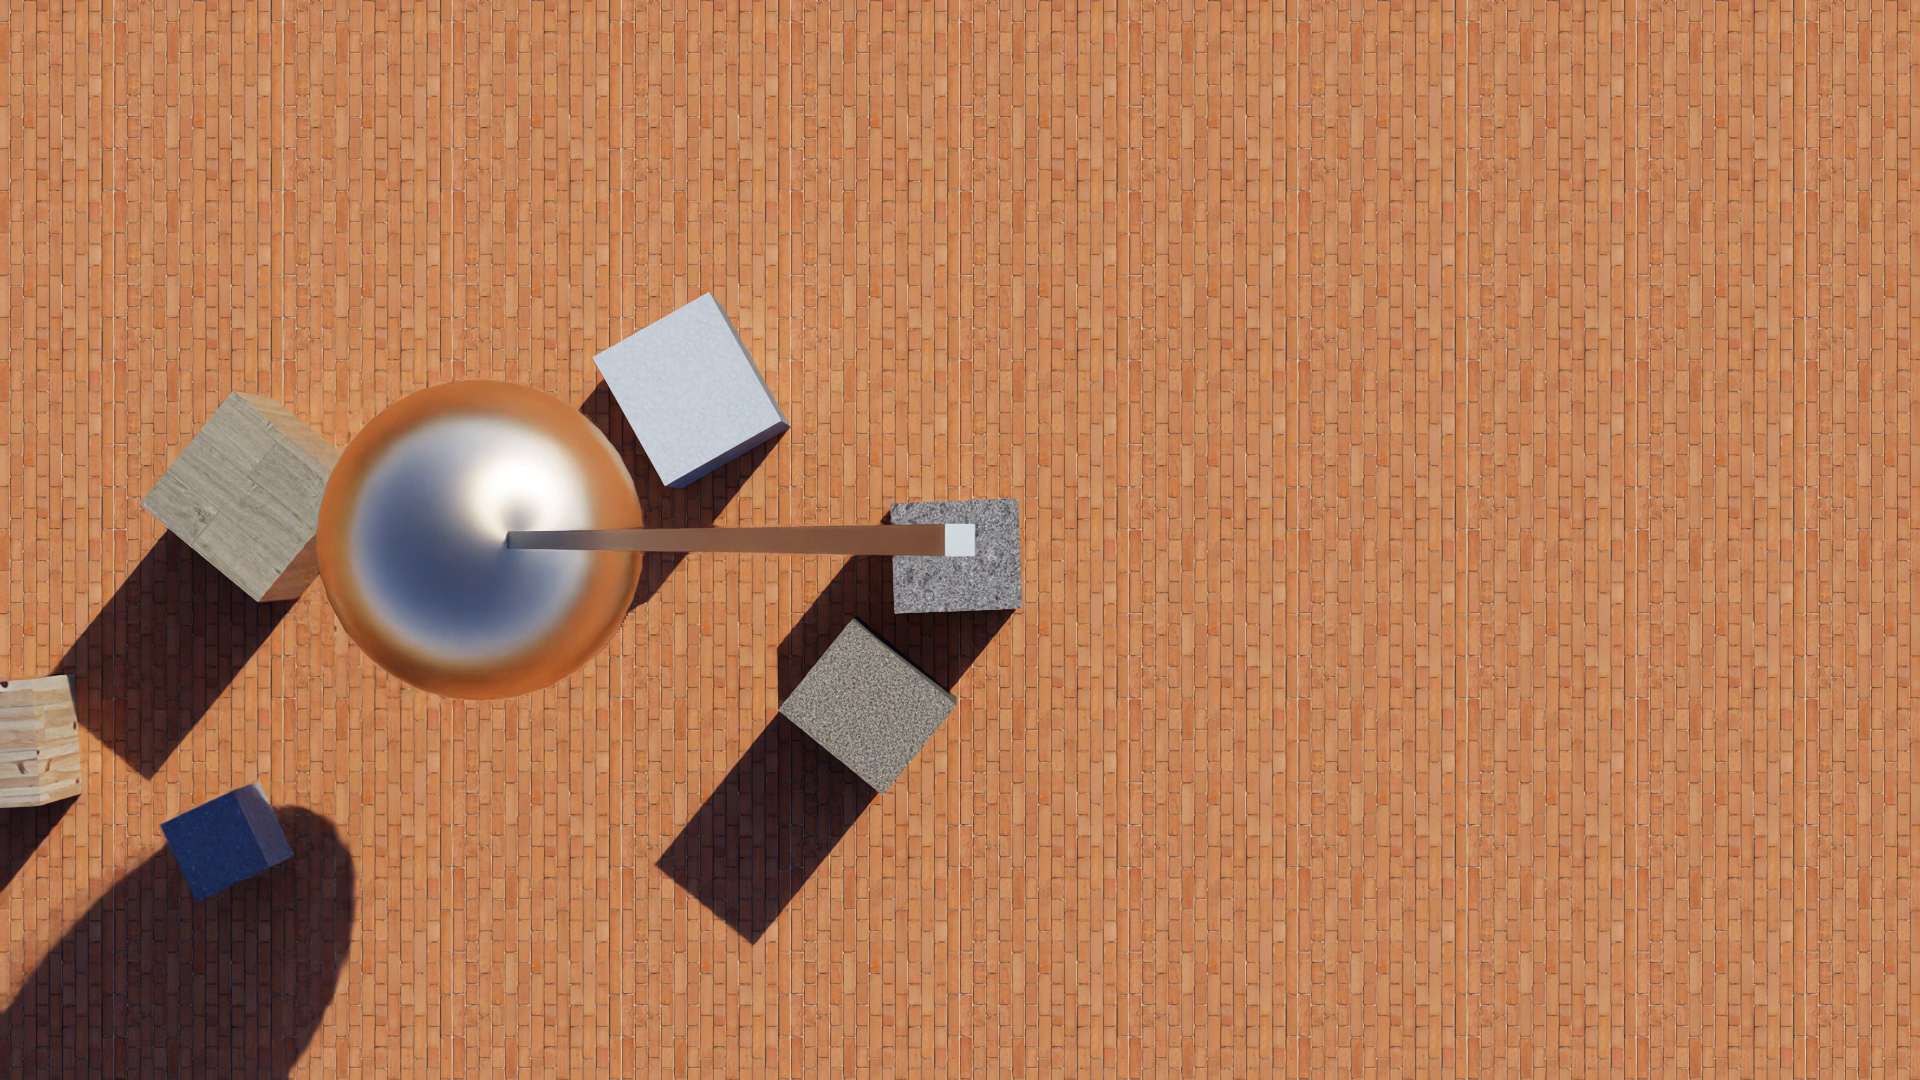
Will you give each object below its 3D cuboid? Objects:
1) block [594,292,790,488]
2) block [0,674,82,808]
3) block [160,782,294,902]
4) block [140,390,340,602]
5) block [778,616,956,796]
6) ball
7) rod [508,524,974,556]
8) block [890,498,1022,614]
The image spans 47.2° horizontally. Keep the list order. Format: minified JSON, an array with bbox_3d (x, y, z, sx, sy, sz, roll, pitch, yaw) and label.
[{"bbox_3d":[-1.527,-0.845,12.647,0.746,0.706,0.825,-29,90,0],"label":"block"},{"bbox_3d":[-5.495,1.161,12.704,0.567,0.592,0.712,-4,90,0],"label":"block"},{"bbox_3d":[-4.246,1.745,12.763,0.461,0.475,0.487,-25,90,0],"label":"block"},{"bbox_3d":[-3.981,-0.243,12.626,0.859,0.748,0.821,40,90,0],"label":"block"},{"bbox_3d":[-0.520,0.941,12.666,0.760,0.667,0.653,39,90,0],"label":"block"},{"bbox_3d":[-2.376,0.000,10.954,1.600,1.600,1.600,0,90,0],"label":"ball"},{"bbox_3d":[-1.030,0.000,7.832,0.080,5.200,0.080,0,90,-23],"label":"rod"},{"bbox_3d":[-0.020,0.090,12.707,0.723,0.585,0.623,-2,90,0],"label":"block"}]
